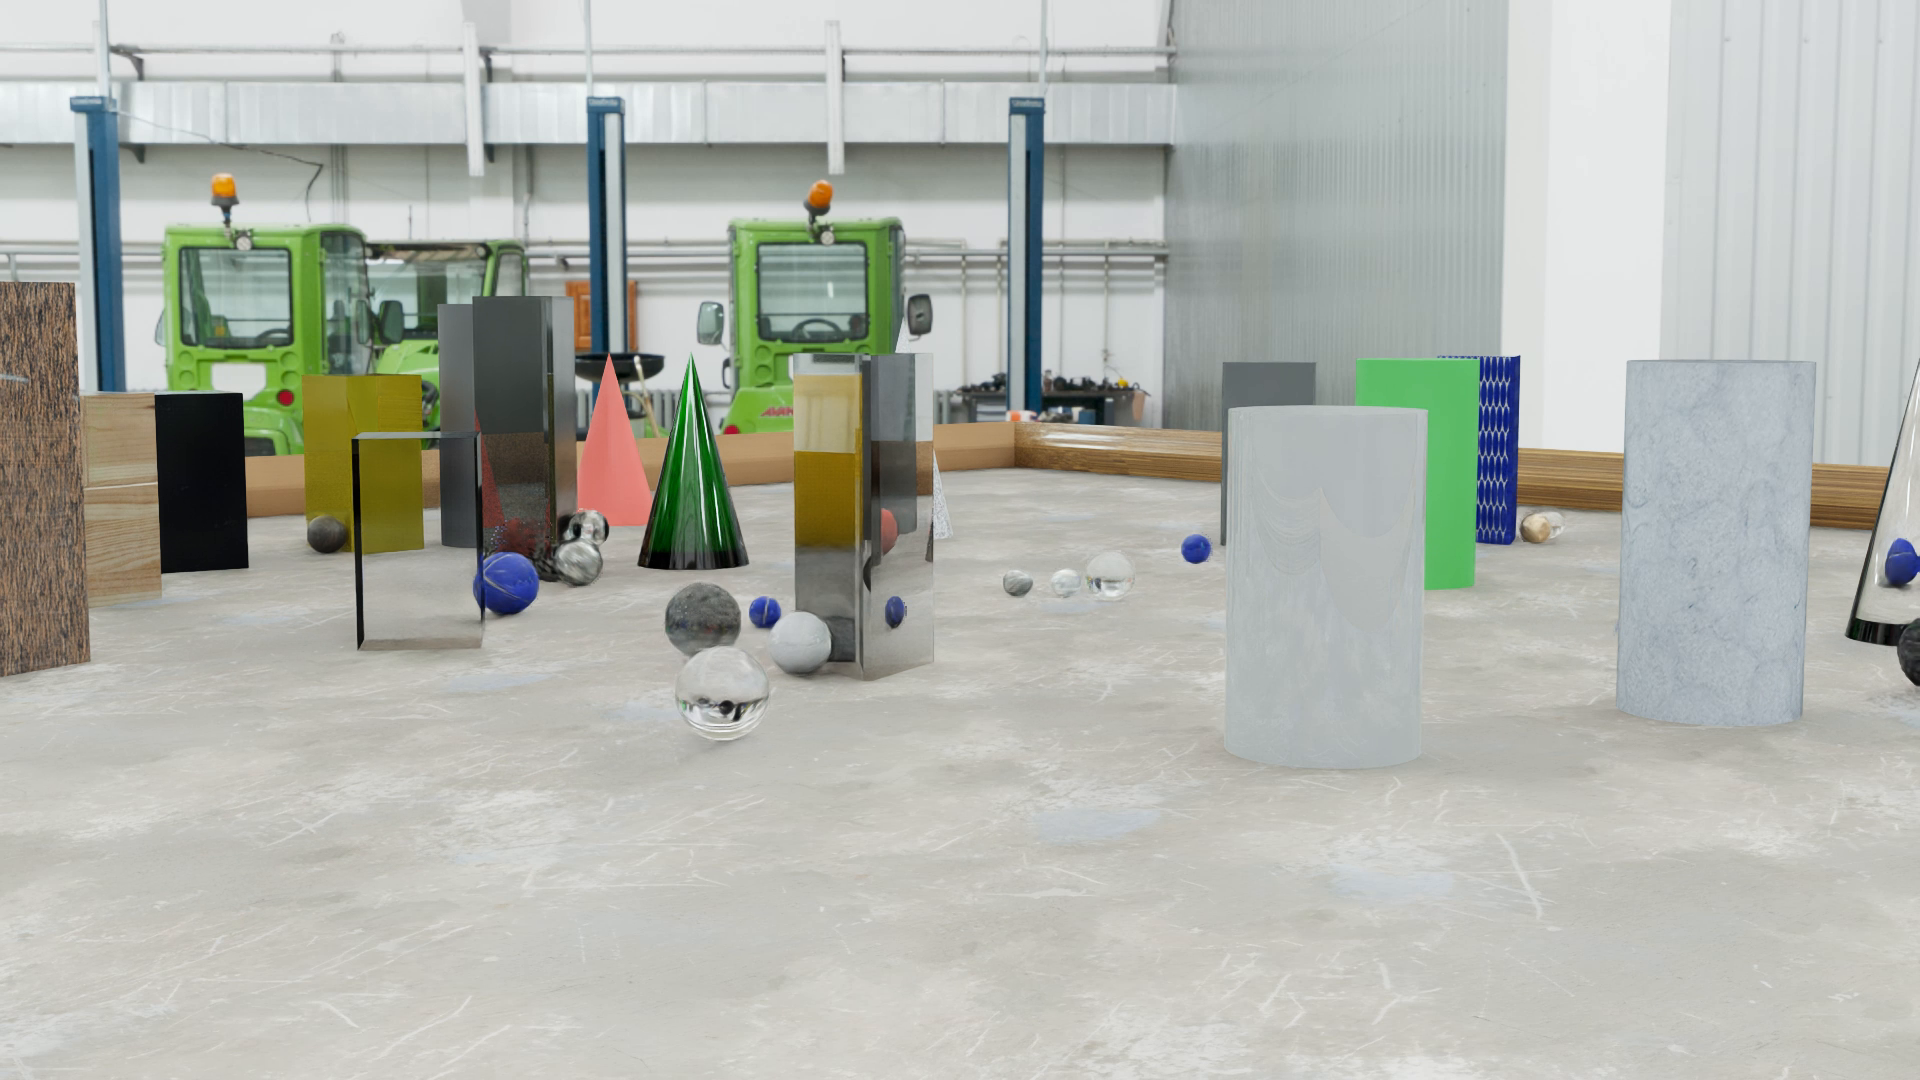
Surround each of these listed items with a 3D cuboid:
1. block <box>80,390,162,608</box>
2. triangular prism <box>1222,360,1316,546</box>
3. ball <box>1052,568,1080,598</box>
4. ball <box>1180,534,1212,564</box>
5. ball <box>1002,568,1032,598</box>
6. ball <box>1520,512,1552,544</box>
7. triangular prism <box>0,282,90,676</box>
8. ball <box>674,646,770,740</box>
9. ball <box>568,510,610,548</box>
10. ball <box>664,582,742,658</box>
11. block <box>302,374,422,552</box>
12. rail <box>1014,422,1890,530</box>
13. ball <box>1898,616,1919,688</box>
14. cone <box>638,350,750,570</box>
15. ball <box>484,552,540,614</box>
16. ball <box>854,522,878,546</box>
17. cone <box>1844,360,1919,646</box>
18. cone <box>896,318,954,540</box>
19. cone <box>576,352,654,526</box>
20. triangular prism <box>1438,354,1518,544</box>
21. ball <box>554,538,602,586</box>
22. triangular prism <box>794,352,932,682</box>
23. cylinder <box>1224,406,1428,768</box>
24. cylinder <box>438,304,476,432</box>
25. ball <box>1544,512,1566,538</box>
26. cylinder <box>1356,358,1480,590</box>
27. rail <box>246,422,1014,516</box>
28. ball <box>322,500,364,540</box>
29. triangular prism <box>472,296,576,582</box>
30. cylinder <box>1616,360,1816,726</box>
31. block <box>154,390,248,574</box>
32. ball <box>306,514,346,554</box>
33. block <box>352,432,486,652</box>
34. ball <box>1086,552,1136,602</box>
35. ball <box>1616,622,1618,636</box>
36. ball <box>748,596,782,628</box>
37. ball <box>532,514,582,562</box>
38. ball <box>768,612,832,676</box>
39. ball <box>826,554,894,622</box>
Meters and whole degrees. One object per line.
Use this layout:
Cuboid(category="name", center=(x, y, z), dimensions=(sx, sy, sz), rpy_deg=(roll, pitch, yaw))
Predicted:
Cuboid(category="block", center=(-1.348, -0.065, 3.370), dimensions=(0.159, 0.319, 0.159), rpy_deg=(3, 7, 29))
Cuboid(category="triangular prism", center=(0.592, -0.169, 4.230), dimensions=(0.172, 0.348, 0.149), rpy_deg=(1, 6, 8))
Cuboid(category="ball", center=(0.165, 0.067, 3.423), dimensions=(0.046, 0.046, 0.046), rpy_deg=(0, 6, 0))
Cuboid(category="ball", center=(0.416, 0.016, 3.877), dimensions=(0.053, 0.053, 0.053), rpy_deg=(0, 6, 0))
Cuboid(category="ball", center=(0.090, 0.066, 3.429), dimensions=(0.047, 0.047, 0.047), rpy_deg=(0, 6, 0))
Cuboid(category="ball", center=(1.103, -0.022, 4.217), dimensions=(0.059, 0.059, 0.059), rpy_deg=(0, 6, 0))
Cuboid(category="triangular prism", center=(-1.172, -0.080, 2.741), dimensions=(0.149, 0.480, 0.172), rpy_deg=(-4, 7, -33))
Cuboid(category="ball", center=(-0.247, 0.159, 2.284), dimensions=(0.098, 0.098, 0.098), rpy_deg=(0, 6, 0))
Cuboid(category="ball", center=(-0.626, -0.017, 3.709), dimensions=(0.069, 0.069, 0.069), rpy_deg=(0, 6, 0))
Cuboid(category="ball", center=(-0.329, 0.104, 2.812), dimensions=(0.099, 0.099, 0.099), rpy_deg=(0, 6, 0))
Cuboid(category="block", center=(-1.127, -0.150, 4.157), dimensions=(0.159, 0.324, 0.159), rpy_deg=(6, 8, 43))
Cuboid(category="rail", center=(1.556, -0.115, 4.760), dimensions=(0.045, 0.129, 4.177), rpy_deg=(-5, 8, -42))
Cuboid(category="ball", center=(1.145, 0.131, 2.564), dimensions=(0.096, 0.096, 0.096), rpy_deg=(0, 6, 0))
Cuboid(category="cone", center=(-0.470, -0.146, 3.864), dimensions=(0.198, 0.377, 0.198), rpy_deg=(0, 6, 0))
Cuboid(category="ball", center=(-0.665, 0.063, 3.227), dimensions=(0.094, 0.094, 0.094), rpy_deg=(0, 6, 0))
Cuboid(category="ball", center=(-0.179, -0.010, 4.157), dimensions=(0.046, 0.046, 0.046), rpy_deg=(0, 6, 0))
Cuboid(category="cone", center=(1.312, -0.104, 2.971), dimensions=(0.198, 0.479, 0.198), rpy_deg=(0, 6, 0))
Cuboid(category="cone", center=(-0.112, -0.224, 4.352), dimensions=(0.198, 0.433, 0.198), rpy_deg=(0, 6, 0))
Cuboid(category="cone", center=(-0.735, -0.215, 4.624), dimensions=(0.198, 0.358, 0.198), rpy_deg=(0, 6, 0))
Cuboid(category="triangular prism", center=(1.042, -0.180, 4.286), dimensions=(0.149, 0.358, 0.172), rpy_deg=(-5, 8, -42))
Cuboid(category="ball", center=(-0.618, 0.036, 3.559), dimensions=(0.078, 0.078, 0.078), rpy_deg=(0, 6, 0))
Cuboid(category="triangular prism", center=(-0.097, -0.036, 2.742), dimensions=(0.149, 0.392, 0.172), rpy_deg=(-4, 7, -34))
Cuboid(category="cylinder", center=(0.369, 0.041, 2.225), dimensions=(0.198, 0.345, 0.198), rpy_deg=(0, 6, 0))
Cuboid(category="cylinder", center=(-0.906, -0.228, 4.264), dimensions=(0.198, 0.457, 0.198), rpy_deg=(0, 6, 0))
Cuboid(category="ball", center=(1.162, -0.030, 4.322), dimensions=(0.053, 0.053, 0.053), rpy_deg=(0, 6, 0))
Cuboid(category="cylinder", center=(0.745, -0.112, 3.600), dimensions=(0.198, 0.366, 0.198), rpy_deg=(0, 6, 0))
Cuboid(category="rail", center=(-1.400, -0.124, 4.841), dimensions=(4.281, 0.129, 0.045), rpy_deg=(-5, 8, -42))
Cuboid(category="ball", center=(-1.199, -0.038, 4.266), dimensions=(0.080, 0.080, 0.080), rpy_deg=(0, 6, 0))
Cuboid(category="triangular prism", center=(-0.701, -0.175, 3.709), dimensions=(0.172, 0.468, 0.149), rpy_deg=(4, 7, 32))
Cuboid(category="cylinder", center=(0.838, -0.004, 2.444), dimensions=(0.198, 0.389, 0.198), rpy_deg=(0, 6, 0))
Cuboid(category="block", center=(-1.344, -0.105, 3.823), dimensions=(0.159, 0.304, 0.159), rpy_deg=(-4, 7, -33))
Cuboid(category="ball", center=(-1.166, -0.011, 4.047), dimensions=(0.071, 0.071, 0.071), rpy_deg=(0, 6, 0))
Cuboid(category="block", center=(-0.726, -0.002, 2.960), dimensions=(0.159, 0.279, 0.159), rpy_deg=(-1, 6, -10))
Cuboid(category="ball", center=(0.231, 0.056, 3.380), dimensions=(0.076, 0.076, 0.076), rpy_deg=(0, 6, 0))
Cuboid(category="ball", center=(0.896, 0.120, 2.937), dimensions=(0.041, 0.041, 0.041), rpy_deg=(0, 6, 0))
Cuboid(category="ball", center=(-0.274, 0.102, 3.086), dimensions=(0.046, 0.046, 0.046), rpy_deg=(0, 6, 0))
Cuboid(category="ball", center=(-0.716, -0.004, 3.900), dimensions=(0.087, 0.087, 0.087), rpy_deg=(0, 6, 0))
Cuboid(category="ball", center=(-0.196, 0.127, 2.695), dimensions=(0.078, 0.078, 0.078), rpy_deg=(0, 6, 0))
Cuboid(category="ball", center=(-0.144, 0.069, 3.153), dimensions=(0.097, 0.097, 0.097), rpy_deg=(0, 6, 0))
